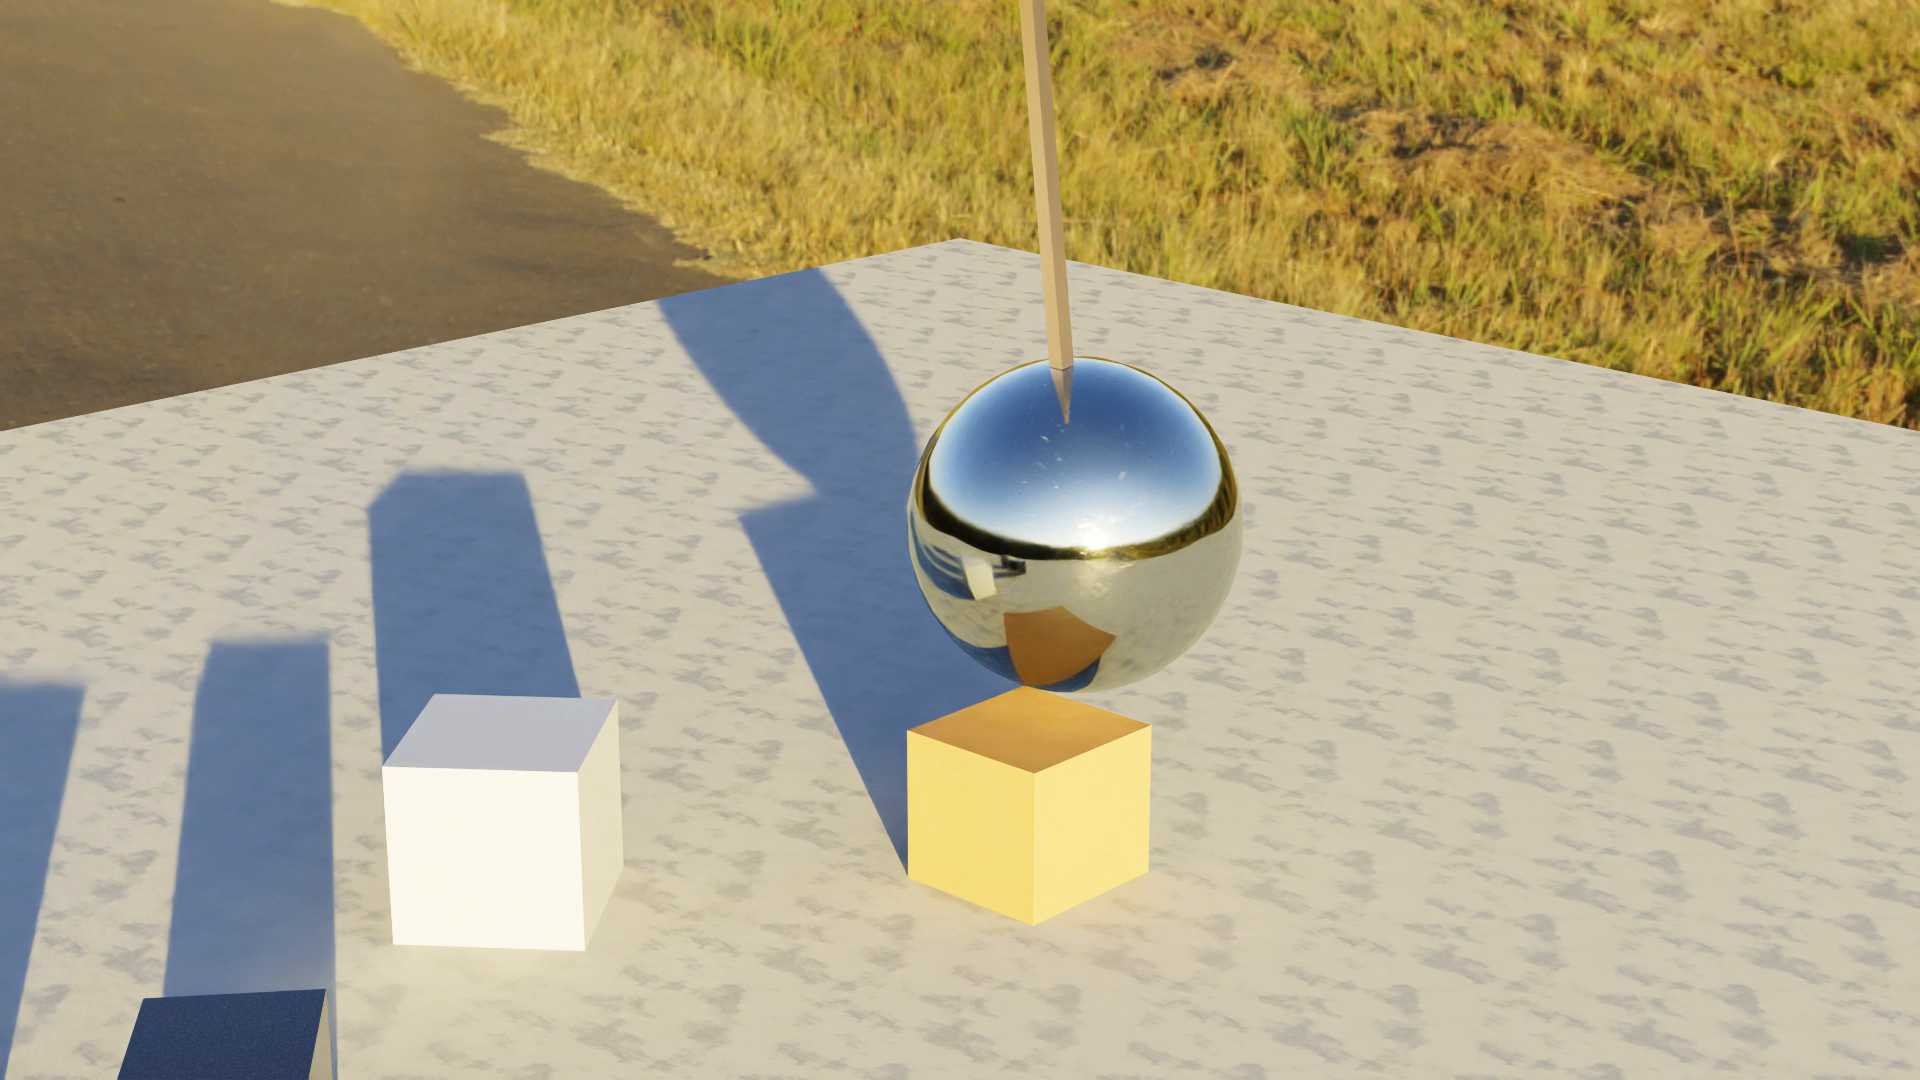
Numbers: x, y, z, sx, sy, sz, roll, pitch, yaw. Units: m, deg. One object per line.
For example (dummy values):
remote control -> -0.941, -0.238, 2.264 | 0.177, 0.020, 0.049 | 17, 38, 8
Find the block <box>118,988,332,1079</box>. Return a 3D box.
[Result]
block -> -2.575, 2.114, 10.351 | 0.647, 0.759, 0.760 | -2, 18, -6

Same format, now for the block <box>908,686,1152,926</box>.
block -> 0.314, 1.192, 13.350 | 0.764, 0.721, 0.799 | 16, 23, 40

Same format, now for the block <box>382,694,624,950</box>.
block -> -2.008, 1.239, 13.019 | 0.843, 0.828, 0.890 | 1, 17, 4

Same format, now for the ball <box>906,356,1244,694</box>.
ball -> 0.544, -0.072, 13.890 | 1.600, 1.600, 1.600 | 0, 17, 0

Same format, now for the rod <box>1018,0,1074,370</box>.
rod -> 0.236, -3.196, 12.585 | 0.080, 5.200, 0.080 | 17, 31, 42
